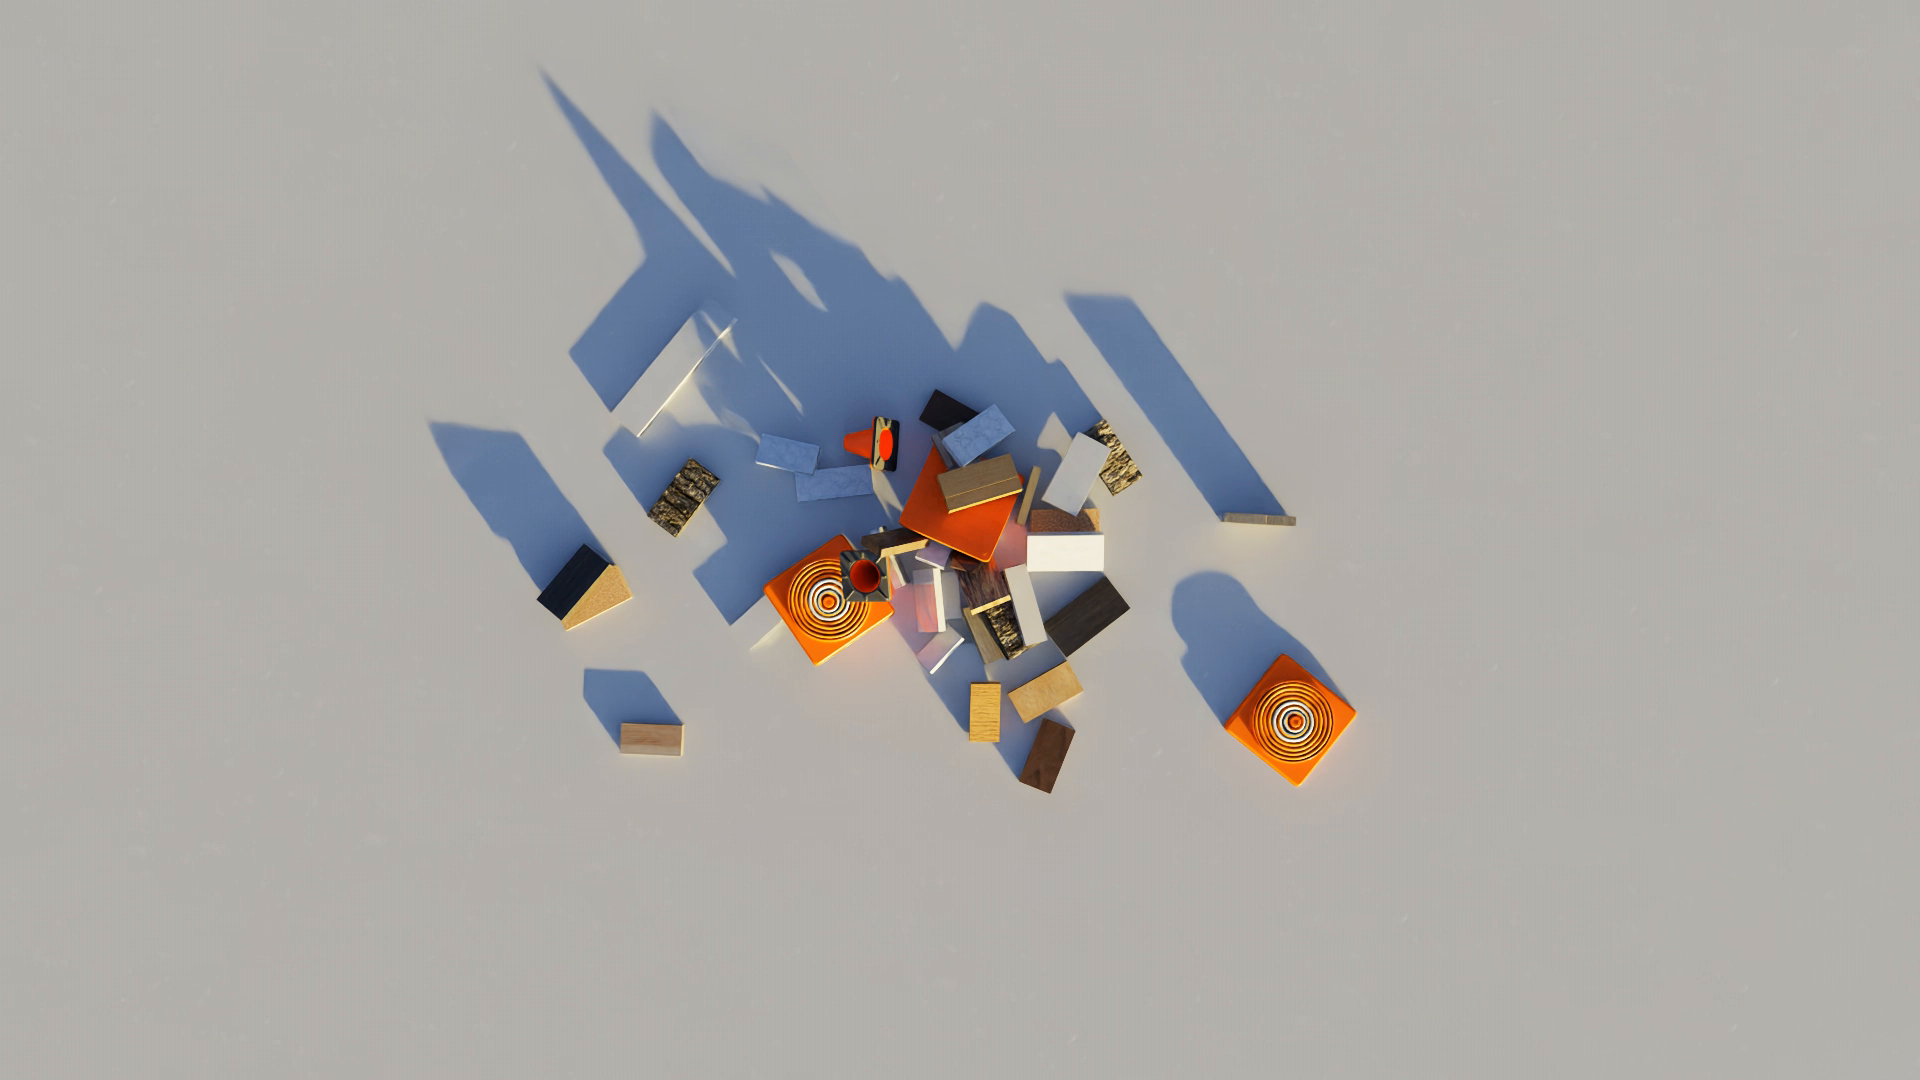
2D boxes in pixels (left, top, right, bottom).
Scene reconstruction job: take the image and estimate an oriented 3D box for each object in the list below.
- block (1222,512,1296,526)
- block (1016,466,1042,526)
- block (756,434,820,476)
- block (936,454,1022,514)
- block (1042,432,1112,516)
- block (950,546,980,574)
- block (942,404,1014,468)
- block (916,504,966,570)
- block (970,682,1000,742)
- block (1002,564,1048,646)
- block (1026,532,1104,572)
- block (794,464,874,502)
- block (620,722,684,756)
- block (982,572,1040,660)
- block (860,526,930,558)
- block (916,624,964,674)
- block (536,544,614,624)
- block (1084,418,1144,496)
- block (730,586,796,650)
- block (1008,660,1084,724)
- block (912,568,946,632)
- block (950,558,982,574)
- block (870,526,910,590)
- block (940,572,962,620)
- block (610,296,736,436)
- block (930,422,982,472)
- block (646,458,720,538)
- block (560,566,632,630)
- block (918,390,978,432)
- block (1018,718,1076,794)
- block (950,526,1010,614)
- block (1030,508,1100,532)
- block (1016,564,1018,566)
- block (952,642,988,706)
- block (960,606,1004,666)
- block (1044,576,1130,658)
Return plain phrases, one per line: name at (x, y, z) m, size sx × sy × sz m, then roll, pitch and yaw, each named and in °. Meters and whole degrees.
block at (0.986, -0.067, 5.444) m, size 0.224 × 0.112 × 0.032 m, roll 3°, pitch 90°, yaw 0°
block at (0.226, -0.146, 5.451) m, size 0.028 × 0.099 × 0.197 m, roll 17°, pitch 90°, yaw 0°
block at (-0.570, -0.283, 5.470) m, size 0.197 × 0.028 × 0.099 m, roll 13°, pitch 79°, yaw 4°
block at (0.064, -0.185, 5.378) m, size 0.252 × 0.036 × 0.126 m, roll -17°, pitch 80°, yaw -10°
block at (0.386, -0.218, 5.450) m, size 0.126 × 0.036 × 0.252 m, roll 28°, pitch 90°, yaw 0°
block at (0.018, 0.063, 5.403) m, size 0.047 × 0.013 × 0.095 m, roll -39°, pitch 63°, yaw -13°
block at (0.060, -0.342, 5.419) m, size 0.224 × 0.032 × 0.112 m, roll -36°, pitch 85°, yaw -22°
block at (-0.062, -0.012, 5.448) m, size 0.101 × 0.029 × 0.202 m, roll 21°, pitch 71°, yaw 7°
block at (0.083, 0.569, 5.465) m, size 0.099 × 0.028 × 0.198 m, roll 1°, pitch 101°, yaw -3°
block at (0.215, 0.215, 5.452) m, size 0.077 × 0.022 × 0.263 m, roll -14°, pitch 86°, yaw -17°
block at (0.348, 0.037, 5.460) m, size 0.252 × 0.036 × 0.126 m, roll -1°, pitch 112°, yaw 0°
block at (-0.418, -0.190, 5.486) m, size 0.254 × 0.028 × 0.099 m, roll -6°, pitch 90°, yaw 0°
block at (-1.025, 0.663, 5.486) m, size 0.202 × 0.029 × 0.101 m, roll 3°, pitch 90°, yaw 0°
block at (0.156, 0.248, 5.462) m, size 0.134 × 0.038 × 0.268 m, roll -28°, pitch 90°, yaw -18°
block at (-0.209, 0.005, 5.361) m, size 0.104 × 0.207 × 0.029 m, roll 31°, pitch 122°, yaw 39°
block at (-0.066, 0.360, 5.471) m, size 0.155 × 0.022 × 0.077 m, roll -46°, pitch 60°, yaw 0°
block at (-1.273, 0.143, 5.449) m, size 0.121 × 0.034 × 0.241 m, roll 37°, pitch 82°, yaw 17°
block at (0.496, -0.274, 5.484) m, size 0.116 × 0.033 × 0.231 m, roll -34°, pitch 90°, yaw 0°
block at (-0.657, 0.259, 5.486) m, size 0.202 × 0.029 × 0.101 m, roll -42°, pitch 90°, yaw 0°
block at (0.285, 0.505, 5.484) m, size 0.226 × 0.032 × 0.113 m, roll -29°, pitch 90°, yaw 0°
block at (-0.103, 0.200, 5.452) m, size 0.029 × 0.104 × 0.207 m, roll -5°, pitch 90°, yaw -43°
block at (0.020, 0.078, 5.412) m, size 0.095 × 0.013 × 0.047 m, roll 15°, pitch 70°, yaw 16°
block at (-0.230, 0.056, 5.446) m, size 0.029 × 0.104 × 0.207 m, roll -23°, pitch 90°, yaw 14°
block at (-0.040, 0.185, 5.489) m, size 0.077 × 0.022 × 0.155 m, roll -5°, pitch 90°, yaw 0°
block at (-0.953, -0.578, 5.484) m, size 0.116 × 0.033 × 0.513 m, roll 40°, pitch 90°, yaw 0°
block at (0.006, -0.265, 5.424) m, size 0.112 × 0.032 × 0.224 m, roll -26°, pitch 82°, yaw -12°
block at (-0.919, -0.140, 5.483) m, size 0.121 × 0.034 × 0.241 m, roll 37°, pitch 90°, yaw 0°
block at (-1.226, 0.192, 5.483) m, size 0.241 × 0.034 × 0.121 m, roll -27°, pitch 90°, yaw 0°
block at (-0.008, -0.394, 5.484) m, size 0.231 × 0.033 × 0.116 m, roll 29°, pitch 90°, yaw 0°
block at (0.290, 0.717, 5.484) m, size 0.113 × 0.032 × 0.226 m, roll 22°, pitch 90°, yaw 0°
block at (0.055, 0.100, 5.425) m, size 0.134 × 0.038 × 0.268 m, roll -22°, pitch 64°, yaw 0°
block at (0.350, -0.046, 5.484) m, size 0.226 × 0.032 × 0.113 m, roll -1°, pitch 90°, yaw 0°
block at (0.194, 0.134, 5.493) m, size 0.047 × 0.013 × 0.094 m, roll -27°, pitch 90°, yaw 0°
block at (0.037, 0.442, 5.486) m, size 0.099 × 0.028 × 0.198 m, roll -14°, pitch 90°, yaw 0°
block at (0.088, 0.305, 5.469) m, size 0.099 × 0.028 × 0.198 m, roll -22°, pitch 88°, yaw -17°
block at (0.418, 0.255, 5.481) m, size 0.268 × 0.038 × 0.134 m, roll -38°, pitch 90°, yaw 0°
